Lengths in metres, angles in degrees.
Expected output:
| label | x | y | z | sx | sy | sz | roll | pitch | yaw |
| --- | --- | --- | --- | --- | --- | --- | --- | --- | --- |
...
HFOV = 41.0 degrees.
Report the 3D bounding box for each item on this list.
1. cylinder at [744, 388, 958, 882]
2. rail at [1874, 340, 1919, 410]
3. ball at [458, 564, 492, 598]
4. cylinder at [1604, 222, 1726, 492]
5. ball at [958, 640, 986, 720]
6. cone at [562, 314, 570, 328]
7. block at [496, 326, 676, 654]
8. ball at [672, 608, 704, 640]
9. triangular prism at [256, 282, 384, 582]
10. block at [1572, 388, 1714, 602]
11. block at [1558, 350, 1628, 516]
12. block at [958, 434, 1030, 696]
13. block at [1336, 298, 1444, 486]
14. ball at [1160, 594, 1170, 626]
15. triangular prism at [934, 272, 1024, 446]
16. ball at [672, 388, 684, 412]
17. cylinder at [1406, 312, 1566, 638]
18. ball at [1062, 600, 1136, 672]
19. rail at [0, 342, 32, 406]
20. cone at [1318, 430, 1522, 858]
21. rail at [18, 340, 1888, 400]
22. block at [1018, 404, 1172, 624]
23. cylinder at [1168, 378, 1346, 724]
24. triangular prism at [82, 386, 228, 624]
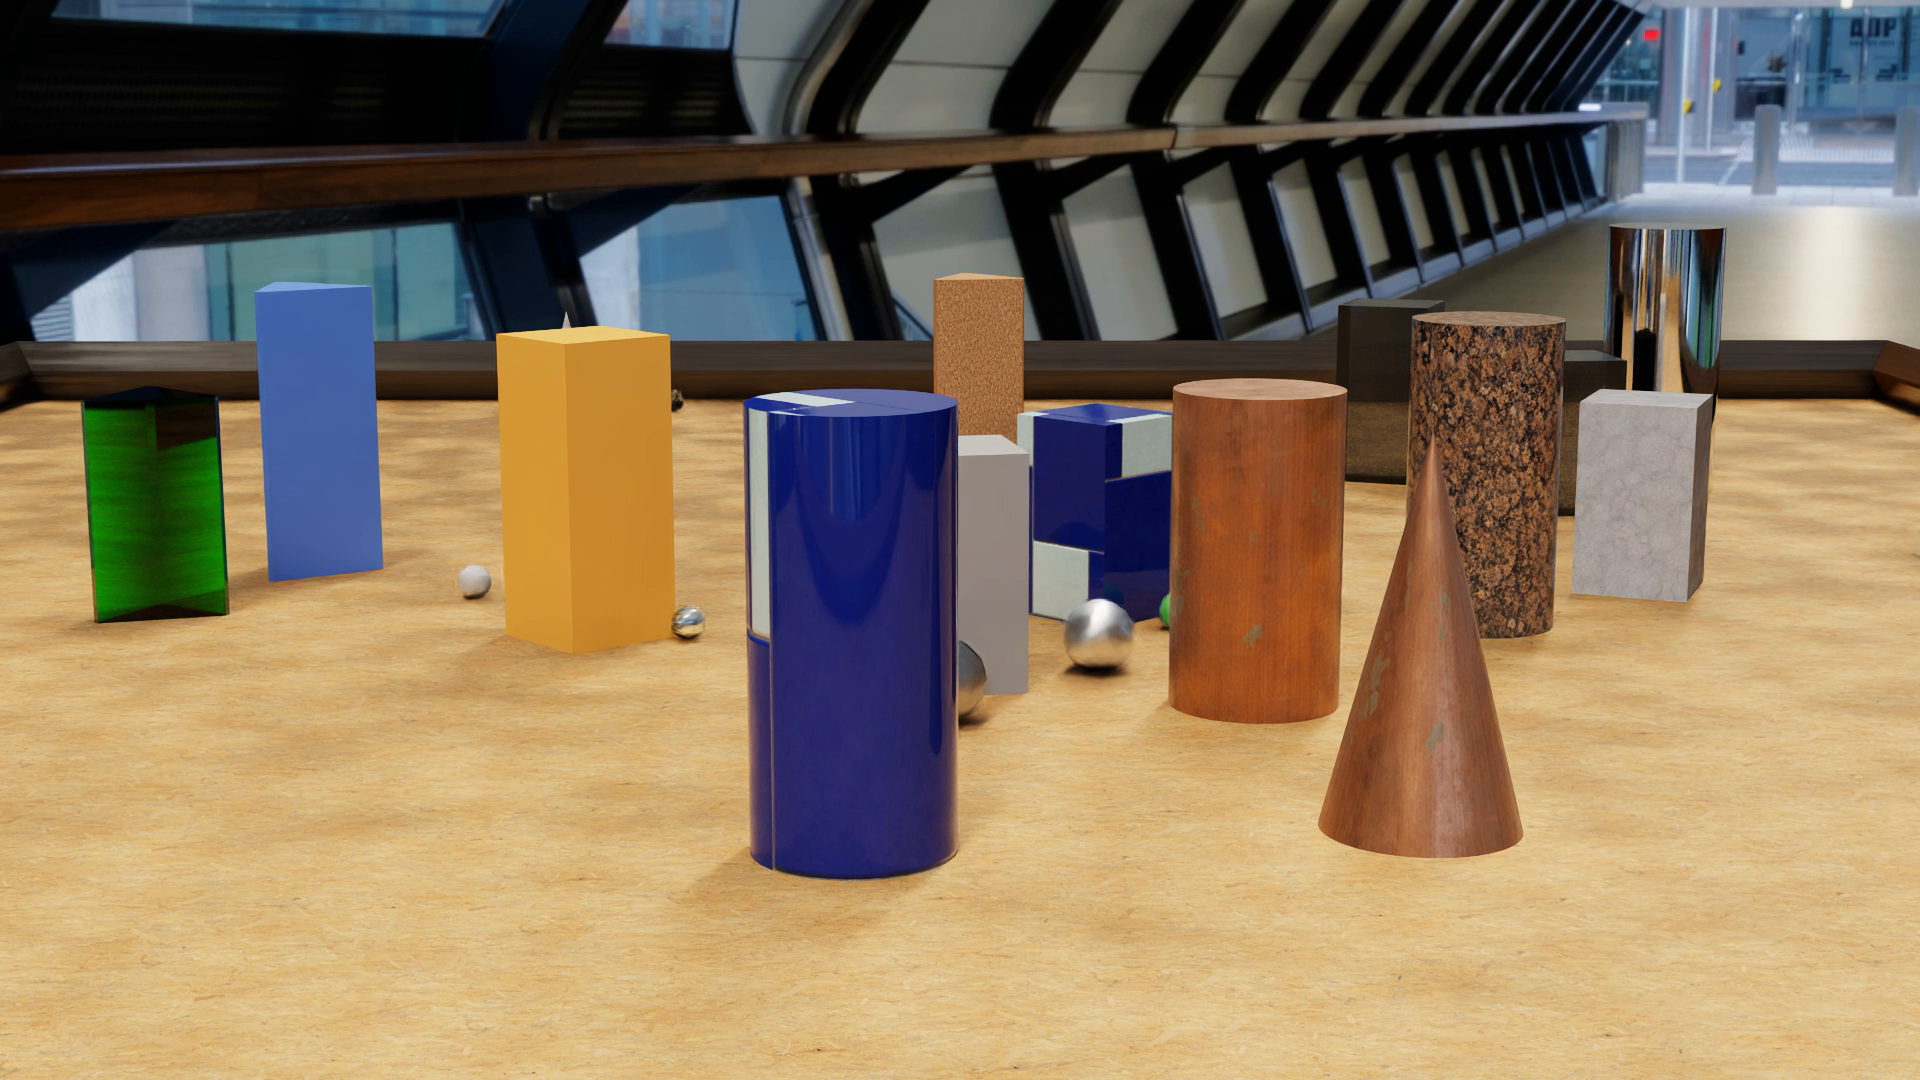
| label | x | y | z | sx | sy | sz | roll | pitch | yaw |
| --- | --- | --- | --- | --- | --- | --- | --- | --- | --- |
| cylinder | -0.100 | 0.082 | 2.375 | 0.196 | 0.423 | 0.196 | 0 | 11 | 0 |
| rail | 2.032 | 0.031 | 3.460 | 0.045 | 0.127 | 4.469 | 0 | 11 | 0 |
| ball | -0.671 | 0.058 | 3.544 | 0.046 | 0.046 | 0.046 | 0 | 11 | 0 |
| cylinder | 1.215 | -0.317 | 4.449 | 0.196 | 0.453 | 0.196 | 0 | 11 | 0 |
| ball | -0.019 | 0.157 | 2.870 | 0.097 | 0.097 | 0.097 | 0 | 11 | 0 |
| cone | -0.547 | -0.126 | 3.596 | 0.196 | 0.389 | 0.196 | 0 | 11 | 0 |
| block | -0.477 | -0.068 | 3.281 | 0.157 | 0.390 | 0.157 | -9 | 14 | -41 |
| ball | -0.349 | 0.107 | 3.290 | 0.042 | 0.042 | 0.042 | 0 | 11 | 0 |
| triangular prism | -0.955 | -0.163 | 3.728 | 0.170 | 0.413 | 0.147 | -7 | 13 | -34 |
| block | 0.957 | -0.066 | 3.597 | 0.157 | 0.269 | 0.157 | 5 | 11 | 23 |
| block | 0.994 | -0.178 | 4.244 | 0.157 | 0.254 | 0.157 | -1 | 11 | -6 |
| block | -0.012 | 0.029 | 3.046 | 0.157 | 0.284 | 0.157 | -2 | 11 | -11 |
| block | 0.764 | -0.266 | 4.561 | 0.157 | 0.311 | 0.157 | 4 | 11 | 21 |
| ball | 0.285 | 0.092 | 3.350 | 0.049 | 0.049 | 0.049 | 0 | 11 | 0 |
| triangular prism | 0.023 | -0.336 | 4.882 | 0.170 | 0.332 | 0.147 | -2 | 11 | -10 |
| ball | -0.610 | -0.297 | 5.449 | 0.048 | 0.048 | 0.048 | 0 | 11 | 0 |
| cylinder | 0.684 | -0.089 | 3.356 | 0.196 | 0.402 | 0.196 | 0 | 11 | 0 |
| ball | 0.168 | 0.116 | 3.111 | 0.088 | 0.088 | 0.088 | 0 | 11 | 0 |
| rail | -2.032 | 0.035 | 3.437 | 0.045 | 0.127 | 4.469 | 0 | 11 | 0 |
| cone | 0.445 | 0.087 | 2.446 | 0.196 | 0.388 | 0.196 | 0 | 11 | 0 |
| rail | -0.013 | -0.370 | 5.622 | 4.111 | 0.127 | 0.045 | 0 | 11 | 0 |
| block | 0.187 | -0.035 | 3.432 | 0.157 | 0.269 | 0.157 | 10 | 15 | 44 |
| cylinder | 0.339 | 0.009 | 2.933 | 0.196 | 0.365 | 0.196 | 0 | 11 | 0 |
| triangular prism | -1.083 | -0.052 | 3.455 | 0.170 | 0.294 | 0.147 | -3 | 11 | -18 |
